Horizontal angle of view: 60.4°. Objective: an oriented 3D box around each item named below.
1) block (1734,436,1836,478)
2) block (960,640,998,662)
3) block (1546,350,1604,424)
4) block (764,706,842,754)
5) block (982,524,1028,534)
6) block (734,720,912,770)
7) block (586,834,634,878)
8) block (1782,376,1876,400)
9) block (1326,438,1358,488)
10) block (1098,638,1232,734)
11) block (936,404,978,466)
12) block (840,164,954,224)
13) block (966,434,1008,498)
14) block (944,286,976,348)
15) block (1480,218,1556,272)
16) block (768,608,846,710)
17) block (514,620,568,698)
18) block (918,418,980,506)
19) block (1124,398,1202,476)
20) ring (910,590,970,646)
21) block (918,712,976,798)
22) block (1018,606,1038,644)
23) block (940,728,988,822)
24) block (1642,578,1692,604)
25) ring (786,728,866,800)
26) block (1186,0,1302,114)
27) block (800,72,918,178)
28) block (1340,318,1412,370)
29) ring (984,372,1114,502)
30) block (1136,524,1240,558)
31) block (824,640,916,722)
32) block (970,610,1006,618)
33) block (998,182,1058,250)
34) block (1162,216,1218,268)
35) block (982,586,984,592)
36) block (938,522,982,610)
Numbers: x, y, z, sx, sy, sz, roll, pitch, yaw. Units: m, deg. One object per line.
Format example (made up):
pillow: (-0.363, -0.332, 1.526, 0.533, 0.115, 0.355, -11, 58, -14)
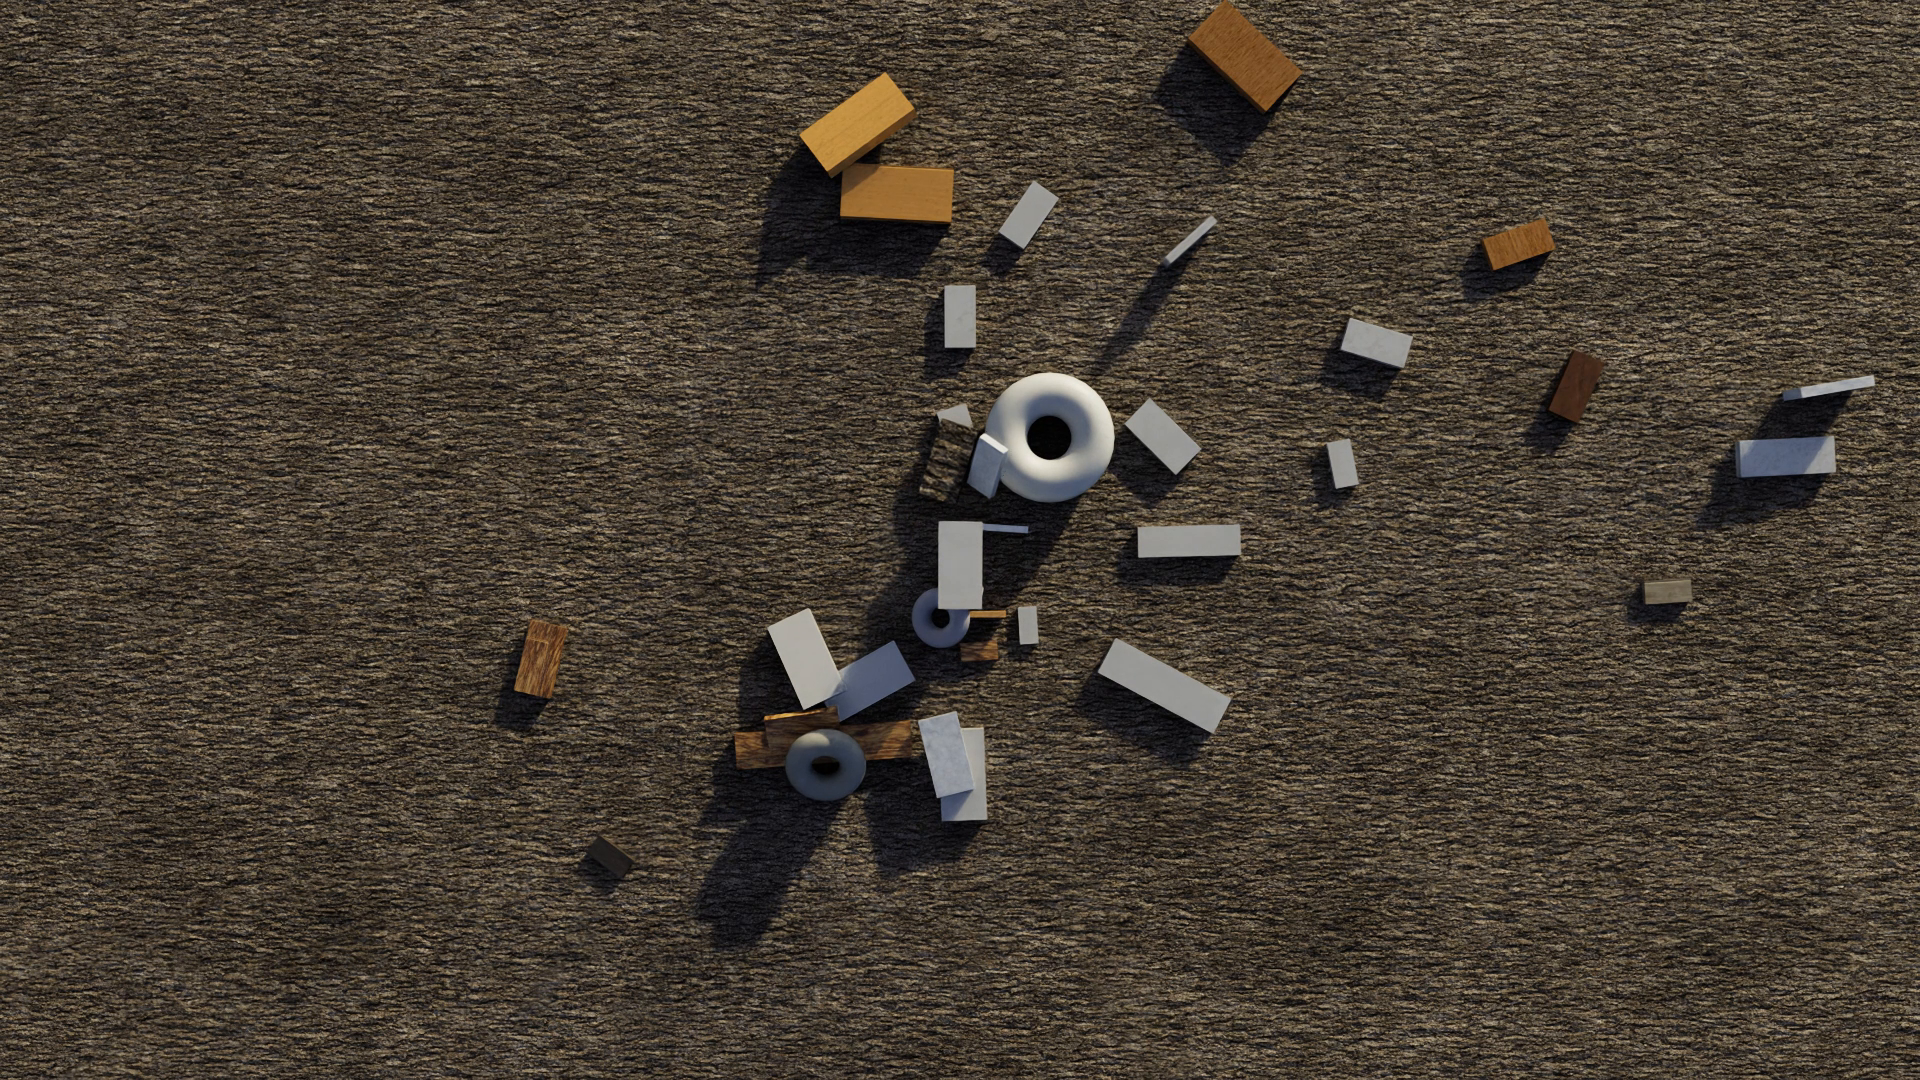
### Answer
block: (2.743, -0.276, 5.483, 0.313, 0.034, 0.121, -3, 90, 0)
block: (0.064, 0.370, 5.491, 0.123, 0.017, 0.062, -4, 90, 0)
block: (2.045, -0.508, 5.485, 0.109, 0.031, 0.218, 24, 90, 0)
block: (-0.516, 0.625, 5.433, 0.239, 0.034, 0.120, -8, 106, 0)
block: (0.147, -0.038, 5.461, 0.155, 0.077, 0.022, 4, 90, 0)
block: (-0.453, 0.680, 5.483, 0.583, 0.034, 0.120, -4, 90, 0)
block: (-1.163, 1.053, 5.490, 0.146, 0.021, 0.073, 36, 90, 0)
block: (2.863, -0.500, 5.440, 0.241, 0.121, 0.034, -10, 90, 0)
block: (1.272, -0.254, 5.489, 0.077, 0.022, 0.155, -11, 90, 0)
block: (0.678, 0.483, 5.482, 0.433, 0.037, 0.130, 28, 90, 0)
block: (0.002, -0.342, 5.486, 0.101, 0.029, 0.203, -18, 90, 0)
block: (-0.208, -1.150, 5.475, 0.367, 0.050, 0.176, 3, 90, 0)
block: (0.089, -0.241, 5.405, 0.101, 0.202, 0.029, 36, 46, 20)
block: (0.000, -0.741, 5.485, 0.103, 0.029, 0.205, 0, 90, 0)
block: (1.855, -0.981, 5.485, 0.218, 0.031, 0.109, -19, 90, 0)
block: (-0.506, 0.394, 5.451, 0.150, 0.043, 0.301, -25, 80, 1)
block: (-1.393, 0.395, 5.483, 0.120, 0.034, 0.239, 13, 90, 0)
block: (-0.035, -0.259, 5.454, 0.130, 0.037, 0.259, 19, 97, 10)
block: (0.672, -0.343, 5.483, 0.241, 0.034, 0.121, 45, 90, 0)
ring: (-0.064, 0.257, 5.448, 0.202, 0.067, 0.202, -3, 116, -6)
block: (-0.044, 0.707, 5.439, 0.130, 0.037, 0.259, -14, 90, 0)
block: (0.227, 0.284, 5.491, 0.062, 0.017, 0.123, -4, 90, 0)
block: (0.009, 0.778, 5.479, 0.150, 0.043, 0.301, -2, 90, 0)
block: (2.353, 0.170, 5.489, 0.155, 0.022, 0.077, -4, 90, 0)
ring: (-0.441, 0.739, 5.417, 0.268, 0.089, 0.268, -1, 116, -2)
block: (0.944, -1.602, 5.475, 0.353, 0.050, 0.176, 43, 90, 0)
block: (-0.336, -1.370, 5.447, 0.353, 0.050, 0.176, -36, 71, 0)
block: (1.382, -0.653, 5.485, 0.218, 0.031, 0.109, 17, 90, 0)
ring: (0.294, -0.337, 5.430, 0.429, 0.143, 0.429, 0, 89, 1)
block: (0.761, 0.003, 5.486, 0.340, 0.029, 0.101, -1, 90, 0)
block: (-0.315, 0.471, 5.479, 0.301, 0.043, 0.150, -29, 90, 0)
block: (0.090, 0.245, 5.469, 0.123, 0.062, 0.017, 0, 93, 0)
block: (0.228, -1.079, 5.485, 0.103, 0.029, 0.205, 35, 90, 0)
block: (0.757, -0.984, 5.449, 0.205, 0.103, 0.029, -42, 90, 0)
block: (0.005, 0.155, 5.362, 0.138, 0.275, 0.039, 14, 90, 0)
block: (0.001, 0.080, 5.205, 0.138, 0.039, 0.275, 0, 90, 0)
